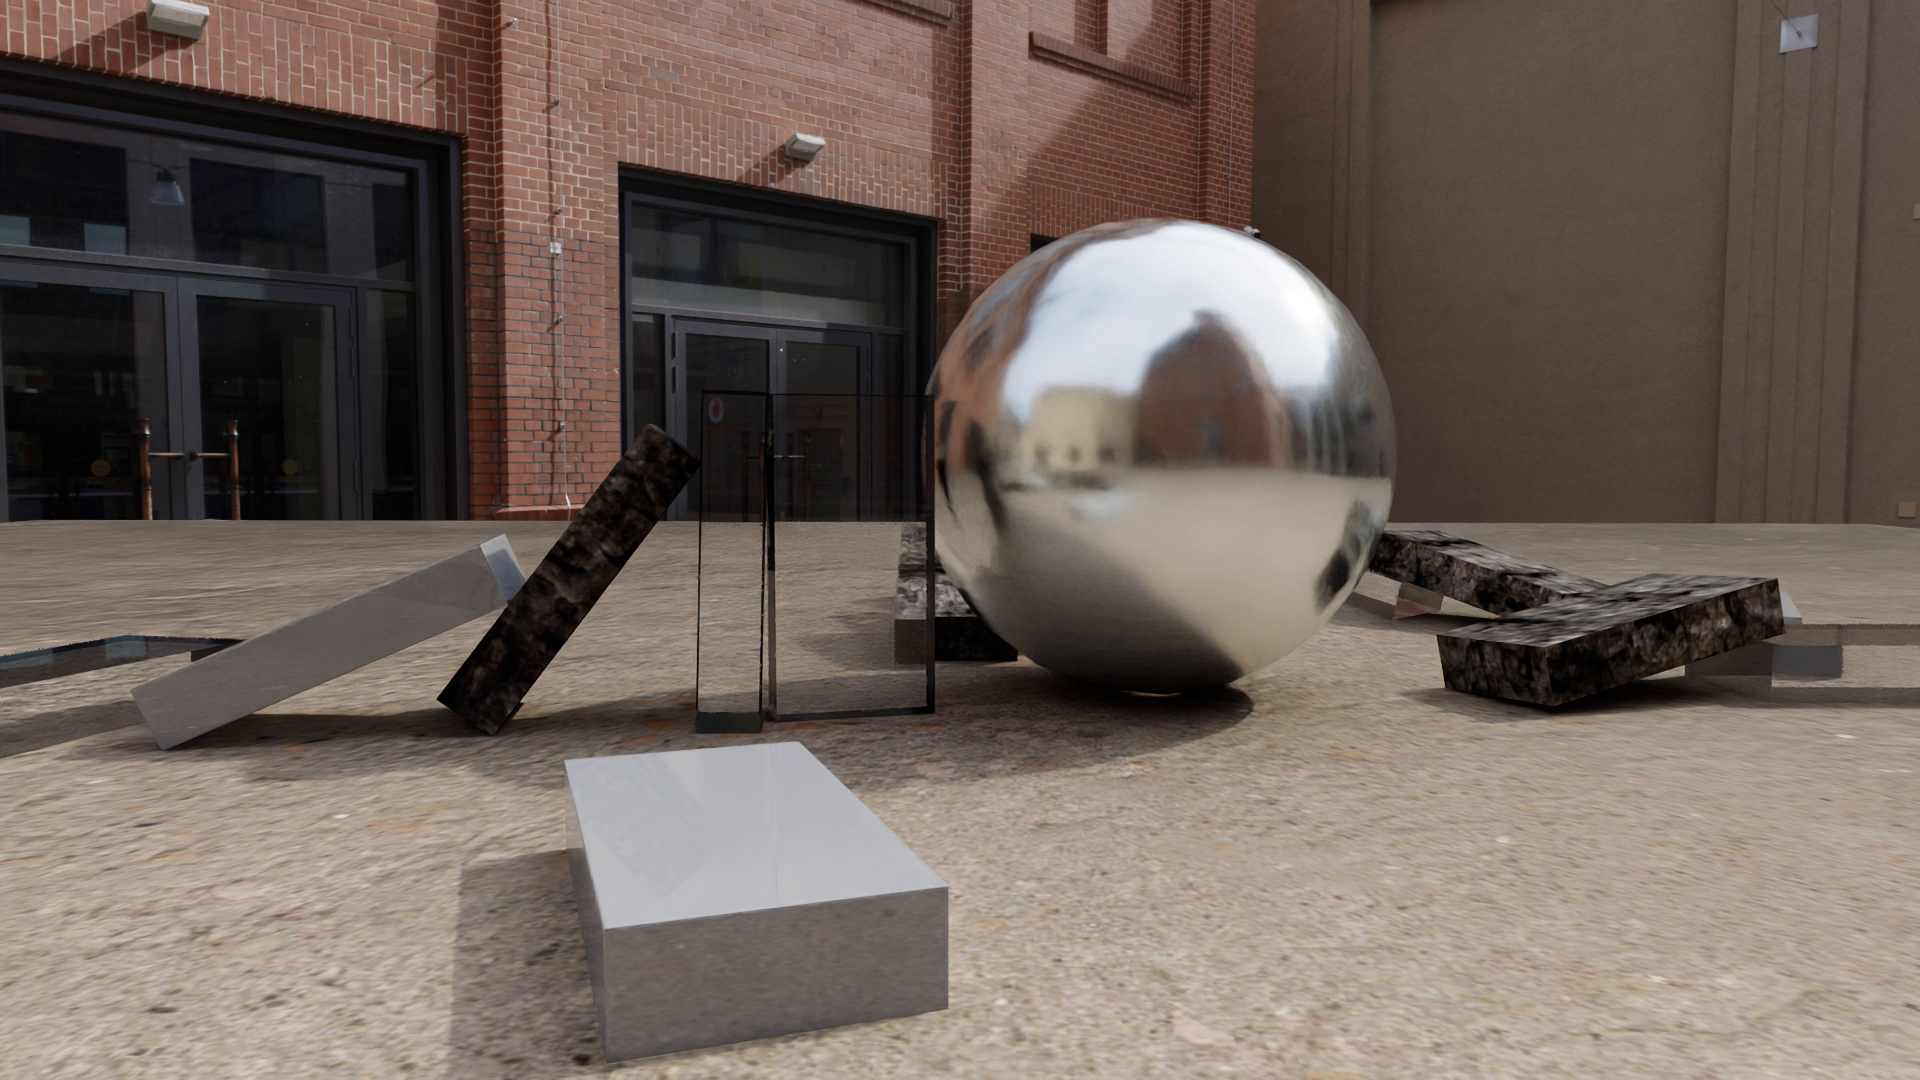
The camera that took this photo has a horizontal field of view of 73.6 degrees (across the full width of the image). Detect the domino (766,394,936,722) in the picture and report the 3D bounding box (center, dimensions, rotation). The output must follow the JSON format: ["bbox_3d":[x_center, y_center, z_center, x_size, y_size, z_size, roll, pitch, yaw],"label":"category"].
[{"bbox_3d":[-0.017,0.002,0.202,0.025,0.050,0.009,-1,4,-15],"label":"domino"}]

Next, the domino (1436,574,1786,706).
[{"bbox_3d":[0.111,0.016,0.220,0.050,0.010,0.025,-13,4,-18],"label":"domino"}]

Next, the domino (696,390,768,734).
[{"bbox_3d":[-0.035,0.003,0.199,0.010,0.050,0.025,1,4,-10],"label":"domino"}]

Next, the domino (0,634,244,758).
[{"bbox_3d":[-0.138,0.023,0.196,0.025,0.009,0.050,1,4,12],"label":"domino"}]

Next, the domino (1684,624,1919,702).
[{"bbox_3d":[0.158,0.021,0.223,0.050,0.010,0.025,0,4,0],"label":"domino"}]

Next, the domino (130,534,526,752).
[{"bbox_3d":[-0.092,0.014,0.193,0.050,0.009,0.025,-24,9,-9],"label":"domino"}]

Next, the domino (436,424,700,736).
[{"bbox_3d":[-0.059,0.005,0.199,0.009,0.050,0.025,37,-3,-11],"label":"domino"}]

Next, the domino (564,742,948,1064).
[{"bbox_3d":[-0.021,0.029,0.116,0.025,0.009,0.050,-2,5,-20],"label":"domino"}]

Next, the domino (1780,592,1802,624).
[{"bbox_3d":[0.162,0.017,0.272,0.025,0.010,0.050,2,5,30],"label":"domino"}]

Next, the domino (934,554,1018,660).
[{"bbox_3d":[-0.001,0.010,0.274,0.025,0.010,0.050,0,21,-1],"label":"domino"}]

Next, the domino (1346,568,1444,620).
[{"bbox_3d":[0.098,0.007,0.336,0.025,0.009,0.050,-4,19,-44],"label":"domino"}]

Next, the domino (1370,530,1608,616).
[{"bbox_3d":[0.126,0.009,0.306,0.025,0.010,0.050,0,16,-35],"label":"domino"}]

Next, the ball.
[{"bbox_3d":[0.032,-0.014,0.219,0.080,0.080,0.080,0,4,0],"label":"ball"}]
